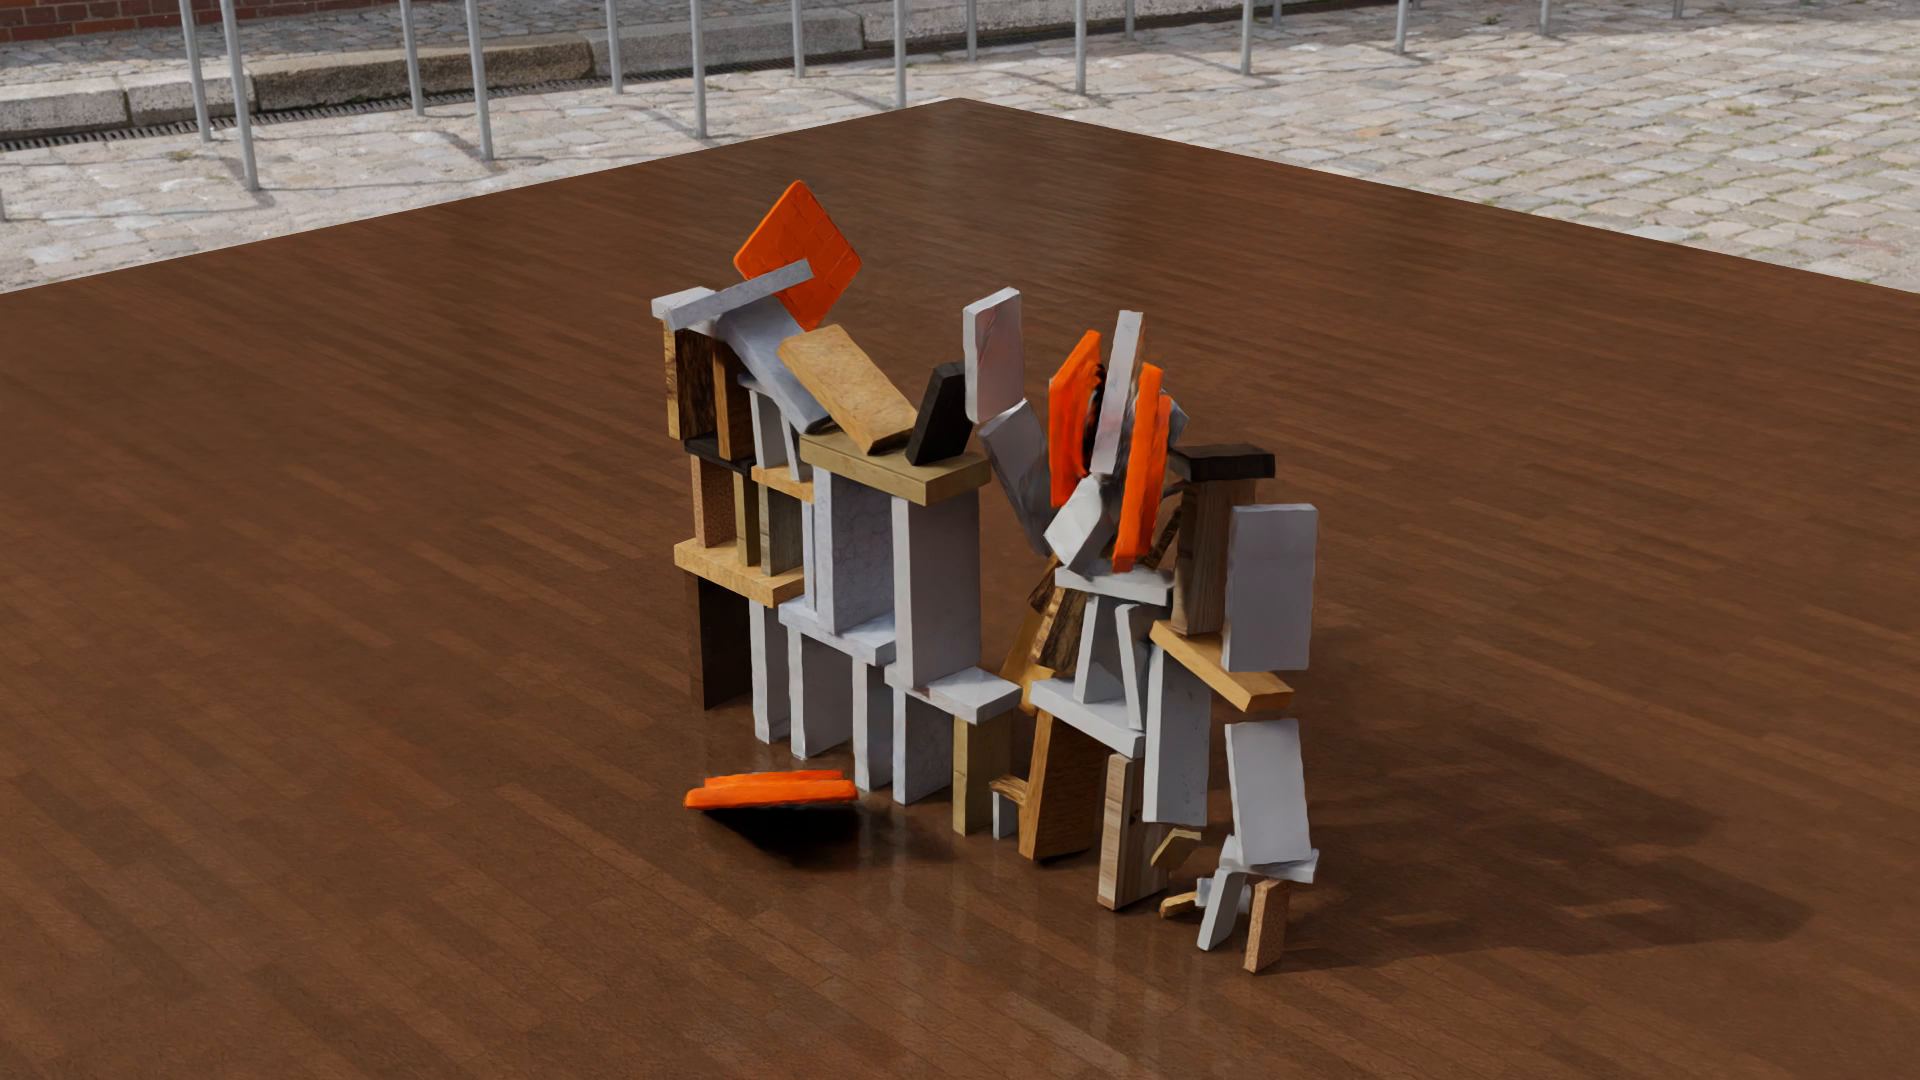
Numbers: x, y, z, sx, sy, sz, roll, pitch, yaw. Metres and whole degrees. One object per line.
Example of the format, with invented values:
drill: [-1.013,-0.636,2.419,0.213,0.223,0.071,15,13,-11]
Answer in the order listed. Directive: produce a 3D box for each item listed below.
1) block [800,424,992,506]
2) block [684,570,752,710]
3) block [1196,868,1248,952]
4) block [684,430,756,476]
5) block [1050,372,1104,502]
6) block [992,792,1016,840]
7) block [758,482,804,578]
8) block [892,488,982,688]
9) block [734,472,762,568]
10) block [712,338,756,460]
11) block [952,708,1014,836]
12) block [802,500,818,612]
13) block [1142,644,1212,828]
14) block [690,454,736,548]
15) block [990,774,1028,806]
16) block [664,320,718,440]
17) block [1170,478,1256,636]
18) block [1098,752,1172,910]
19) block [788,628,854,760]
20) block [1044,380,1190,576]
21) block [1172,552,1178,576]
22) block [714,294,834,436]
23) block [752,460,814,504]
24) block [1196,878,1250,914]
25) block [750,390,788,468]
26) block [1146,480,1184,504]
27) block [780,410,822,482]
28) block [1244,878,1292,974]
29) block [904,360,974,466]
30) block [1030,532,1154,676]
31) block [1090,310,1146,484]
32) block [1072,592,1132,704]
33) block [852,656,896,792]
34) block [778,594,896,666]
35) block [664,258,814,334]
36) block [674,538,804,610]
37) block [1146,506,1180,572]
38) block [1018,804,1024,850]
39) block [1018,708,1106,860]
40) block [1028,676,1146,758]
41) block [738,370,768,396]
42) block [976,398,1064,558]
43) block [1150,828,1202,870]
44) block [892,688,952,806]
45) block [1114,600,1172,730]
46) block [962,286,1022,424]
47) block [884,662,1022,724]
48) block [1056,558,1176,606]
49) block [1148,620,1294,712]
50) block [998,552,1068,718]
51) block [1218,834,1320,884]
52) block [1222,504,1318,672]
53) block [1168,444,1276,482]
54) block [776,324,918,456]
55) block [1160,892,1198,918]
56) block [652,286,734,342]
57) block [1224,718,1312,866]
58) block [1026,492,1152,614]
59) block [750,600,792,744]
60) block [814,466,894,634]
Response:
block: [-0.128,-0.158,4.290,0.355,0.050,0.177,21,30,40]
block: [-0.524,0.197,4.875,0.047,0.328,0.164,21,31,41]
block: [0.478,0.657,3.989,0.024,0.167,0.084,27,30,30]
block: [-0.477,-0.189,4.665,0.106,0.030,0.211,-22,31,-40]
block: [0.242,-0.179,4.307,0.041,0.287,0.144,-4,6,30]
block: [0.089,0.537,4.362,0.015,0.104,0.052,21,31,41]
block: [-0.372,-0.035,4.619,0.029,0.206,0.103,21,31,41]
block: [-0.044,0.077,4.311,0.177,0.399,0.050,-18,28,-37]
block: [-0.425,-0.059,4.666,0.030,0.211,0.106,21,31,41]
block: [-0.446,-0.307,4.571,0.130,0.259,0.037,-22,30,-40]
block: [0.045,0.448,4.374,0.037,0.258,0.129,23,32,40]
block: [-0.275,0.020,4.537,0.029,0.242,0.103,21,31,41]
block: [0.396,0.356,3.991,0.125,0.319,0.035,12,-13,-37]
block: [-0.526,-0.097,4.758,0.030,0.212,0.106,21,31,41]
block: [0.114,0.491,4.316,0.104,0.015,0.052,21,31,41]
block: [-0.562,-0.354,4.682,0.130,0.259,0.037,-21,31,-40]
block: [0.455,0.020,3.939,0.143,0.285,0.040,-7,16,-37]
block: [0.334,0.530,4.114,0.148,0.297,0.042,-14,24,-41]
block: [-0.291,0.302,4.668,0.042,0.297,0.148,21,31,41]
block: [0.283,-0.112,4.010,0.041,0.349,0.144,26,16,-26]
block: [0.422,0.007,3.974,0.060,0.120,0.017,-13,34,-39]
block: [-0.347,-0.355,4.422,0.146,0.041,0.292,-28,74,-42]
block: [-0.323,-0.124,4.528,0.103,0.029,0.206,-21,31,-41]
block: [0.486,0.657,4.060,0.106,0.053,0.015,13,-18,-22]
block: [-0.388,-0.239,4.547,0.082,0.165,0.023,-22,26,-40]
block: [0.395,-0.096,3.967,0.120,0.017,0.060,-23,0,14]
block: [-0.318,-0.211,4.482,0.082,0.165,0.023,-22,19,-41]
block: [0.551,0.682,3.929,0.024,0.167,0.084,20,24,37]
block: [-0.021,-0.242,4.140,0.115,0.230,0.033,-15,54,-32]
block: [0.251,0.120,4.213,0.142,0.283,0.040,17,10,-23]
block: [0.280,-0.250,3.885,0.041,0.287,0.144,10,-4,8]
block: [0.280,0.189,4.111,0.115,0.230,0.033,-9,28,-33]
block: [-0.151,0.357,4.540,0.042,0.297,0.149,21,31,41]
block: [-0.221,0.173,4.538,0.297,0.042,0.148,21,31,41]
block: [-0.446,-0.490,4.418,0.292,0.041,0.146,-23,8,-10]
block: [-0.447,0.055,4.731,0.329,0.047,0.164,21,31,41]
block: [0.371,-0.003,3.964,0.017,0.120,0.060,26,9,1]
block: [0.138,0.556,4.317,0.015,0.104,0.052,21,31,41]
block: [0.203,0.464,4.256,0.148,0.297,0.042,-4,18,-38]
block: [0.283,0.329,4.142,0.148,0.042,0.297,-4,20,-38]
block: [-0.370,-0.319,4.494,0.082,0.023,0.165,-21,31,-40]
block: [0.141,-0.119,4.279,0.115,0.312,0.033,-42,36,-21]
block: [0.389,0.559,3.965,0.053,0.106,0.015,11,48,-15]
block: [-0.077,0.400,4.486,0.129,0.258,0.037,-21,32,-41]
block: [0.348,0.221,4.023,0.115,0.229,0.033,-18,16,-39]
block: [0.062,-0.338,4.039,0.115,0.230,0.033,-29,42,-33]
block: [-0.015,0.288,4.371,0.258,0.037,0.129,21,31,40]
block: [0.304,0.074,4.031,0.230,0.033,0.115,10,18,32]
block: [0.466,0.221,3.933,0.125,0.035,0.249,-1,31,-45]
block: [0.190,0.196,4.565,0.040,0.328,0.142,17,10,-42]
block: [0.555,0.572,3.946,0.167,0.024,0.084,8,23,15]
block: [0.530,0.083,3.764,0.143,0.285,0.040,-2,16,-10]
block: [0.454,-0.137,3.845,0.143,0.040,0.285,-3,6,-2]
block: [-0.213,-0.298,4.323,0.146,0.041,0.292,-22,61,-41]
block: [0.426,0.672,4.088,0.106,0.053,0.015,-13,60,-10]
block: [-0.509,-0.469,4.571,0.130,0.037,0.259,-22,32,-40]
block: [0.547,0.446,3.905,0.125,0.249,0.035,-4,-4,-9]
block: [0.257,0.023,4.346,0.040,0.283,0.142,47,32,16]
block: [-0.369,0.258,4.733,0.047,0.328,0.164,21,31,41]
block: [-0.209,-0.003,4.446,0.050,0.355,0.177,21,31,40]
